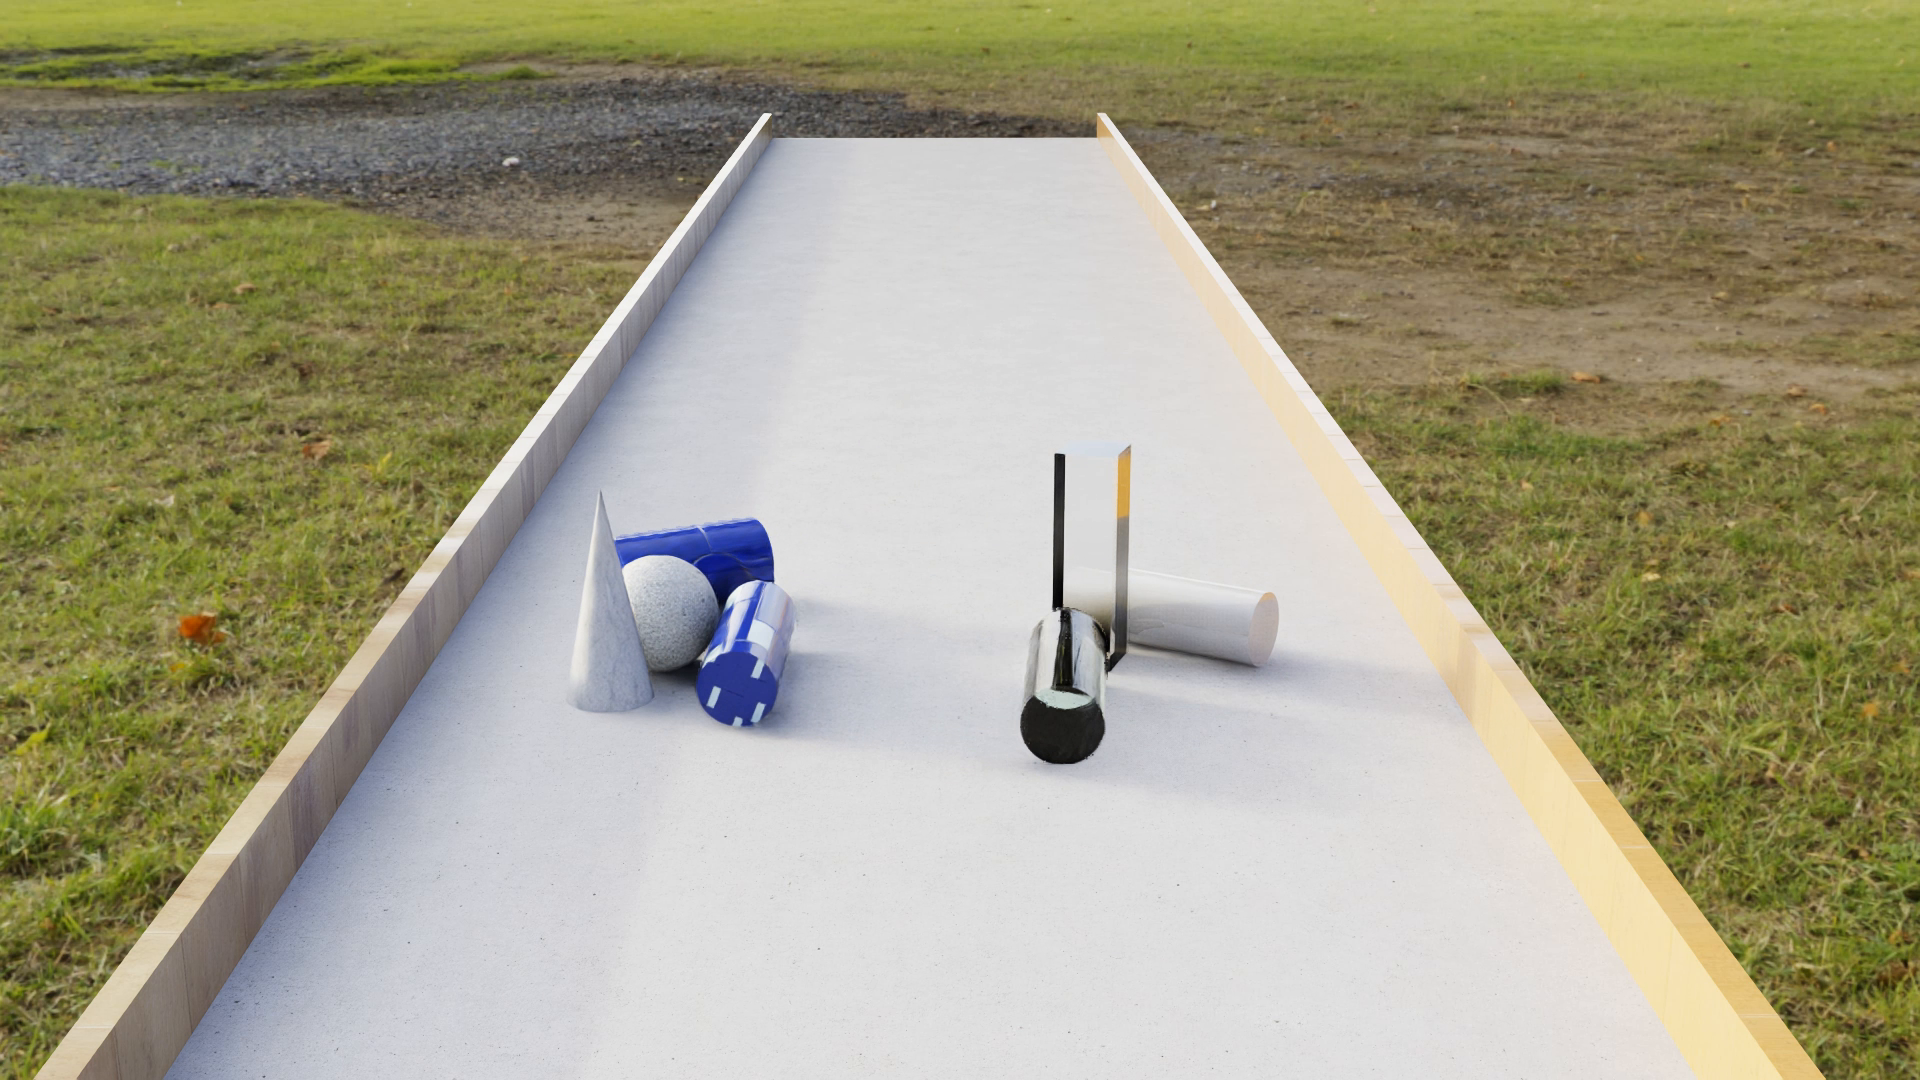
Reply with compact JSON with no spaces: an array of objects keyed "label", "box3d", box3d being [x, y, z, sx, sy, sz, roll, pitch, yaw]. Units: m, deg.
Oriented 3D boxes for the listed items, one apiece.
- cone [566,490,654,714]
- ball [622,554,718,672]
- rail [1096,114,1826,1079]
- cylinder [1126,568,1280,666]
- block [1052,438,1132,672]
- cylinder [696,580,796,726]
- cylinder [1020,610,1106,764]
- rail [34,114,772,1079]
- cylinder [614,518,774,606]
[{"label":"cone","box3d":[-0.670,0.101,4.153,0.168,0.418,0.168,0,17,0]},{"label":"ball","box3d":[-0.593,0.145,4.334,0.232,0.232,0.232,0,17,0]},{"label":"rail","box3d":[0.932,-0.844,7.801,0.050,0.150,12.000,0,17,-1]},{"label":"cylinder","box3d":[0.429,0.147,4.468,0.409,0.151,0.151,10,19,30]},{"label":"block","box3d":[0.260,0.030,4.361,0.120,0.436,0.120,6,18,19]},{"label":"cylinder","box3d":[-0.407,0.213,4.250,0.148,0.148,0.427,0,17,1]},{"label":"cylinder","box3d":[0.194,0.266,4.069,0.150,0.150,0.421,1,17,4]},{"label":"rail","box3d":[-1.118,-0.838,7.780,0.050,0.150,12.000,0,17,-1]},{"label":"cylinder","box3d":[-0.584,0.062,4.712,0.330,0.175,0.175,-9,19,-27]}]
